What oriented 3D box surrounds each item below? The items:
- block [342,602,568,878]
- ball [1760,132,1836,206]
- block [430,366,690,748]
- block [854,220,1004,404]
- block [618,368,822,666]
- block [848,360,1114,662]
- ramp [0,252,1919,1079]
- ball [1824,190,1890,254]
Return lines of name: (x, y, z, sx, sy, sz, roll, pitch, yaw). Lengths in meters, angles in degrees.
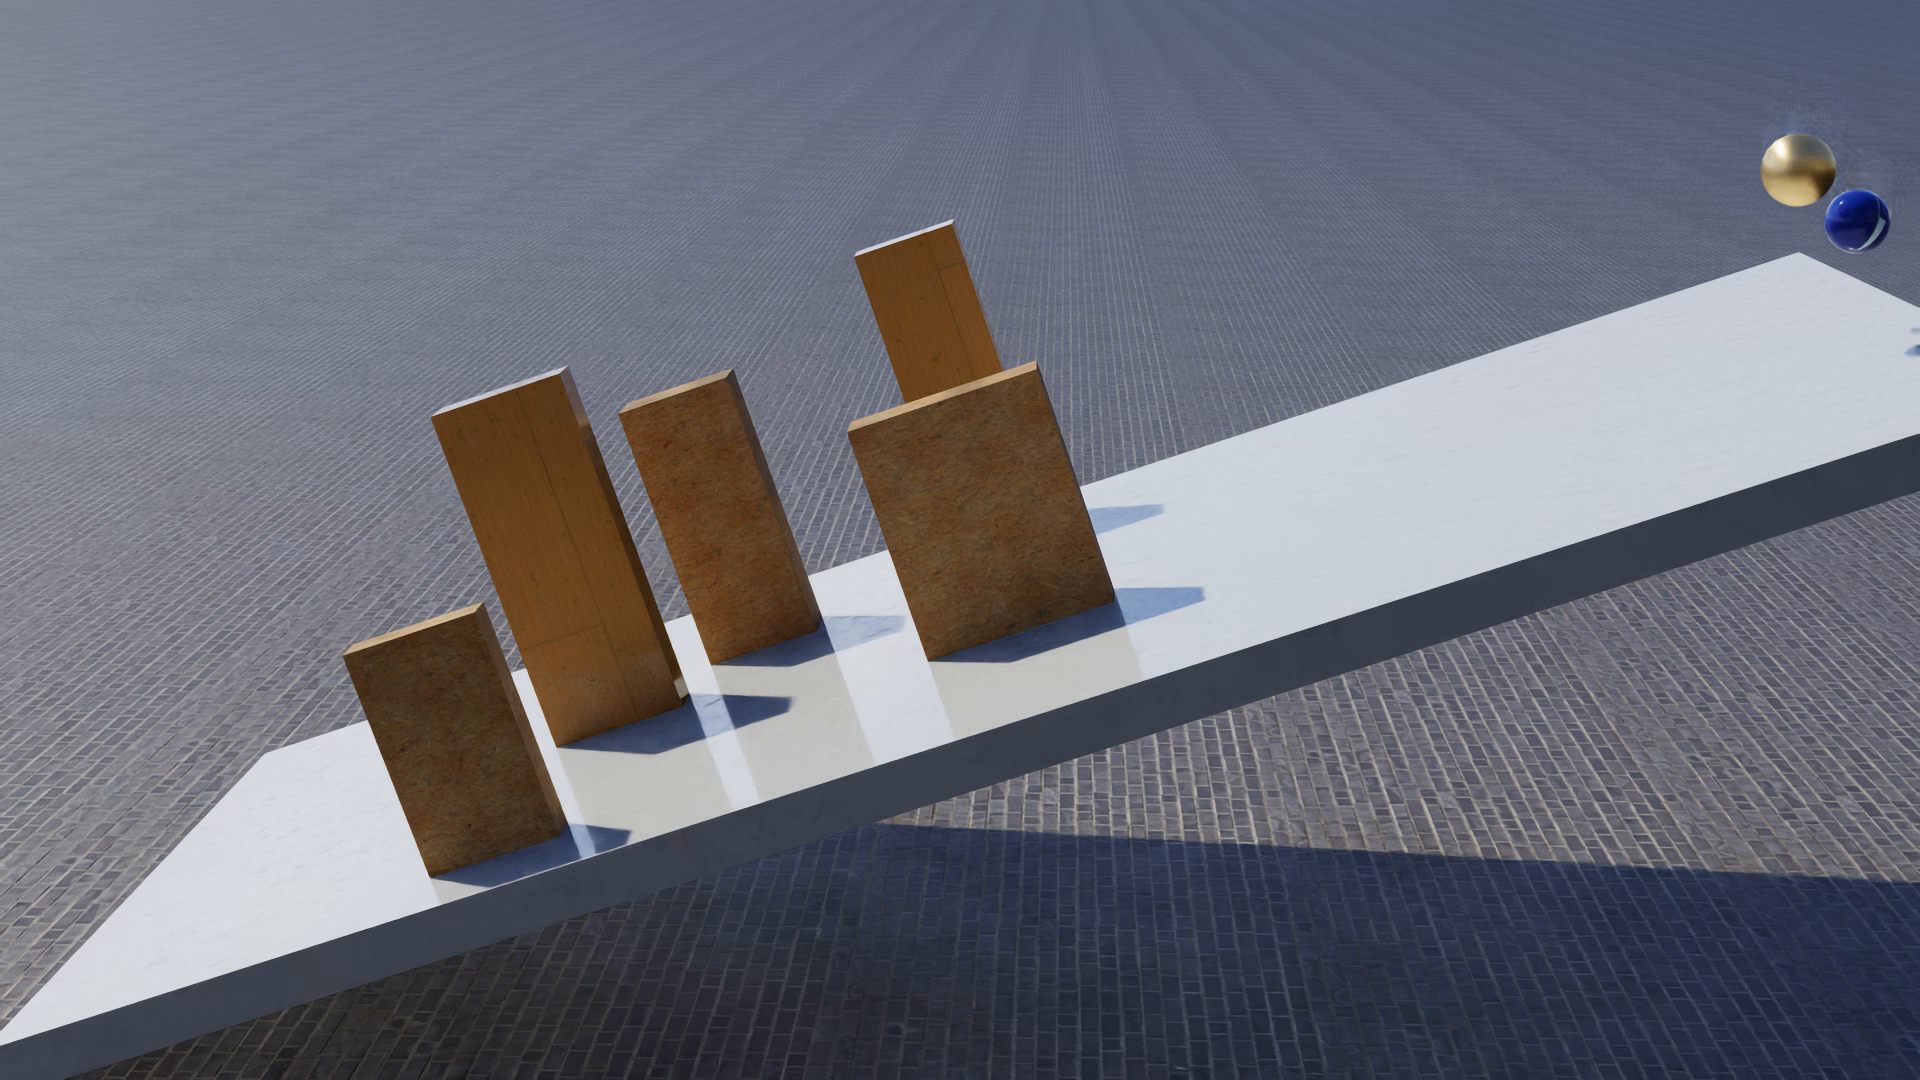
block: (-0.965, 0.384, 5.635, 0.269, 0.464, 0.087, -18, 11, 6)
ball: (1.659, -0.732, 5.819, 0.144, 0.144, 0.144, 0, 12, 0)
block: (-0.860, 0.038, 6.357, 0.294, 0.768, 0.114, -18, 11, 6)
block: (-0.012, -0.367, 6.978, 0.242, 0.740, 0.101, -18, 11, 6)
block: (-0.541, -0.053, 6.680, 0.256, 0.610, 0.144, -18, 11, 6)
block: (0.045, -0.058, 5.988, 0.401, 0.501, 0.119, -18, 11, 6)
ramp: (0.107, 0.180, 6.305, 4.000, 0.100, 2.000, -18, 11, 6)
ball: (1.812, -0.643, 5.940, 0.130, 0.130, 0.130, 0, 12, 0)
